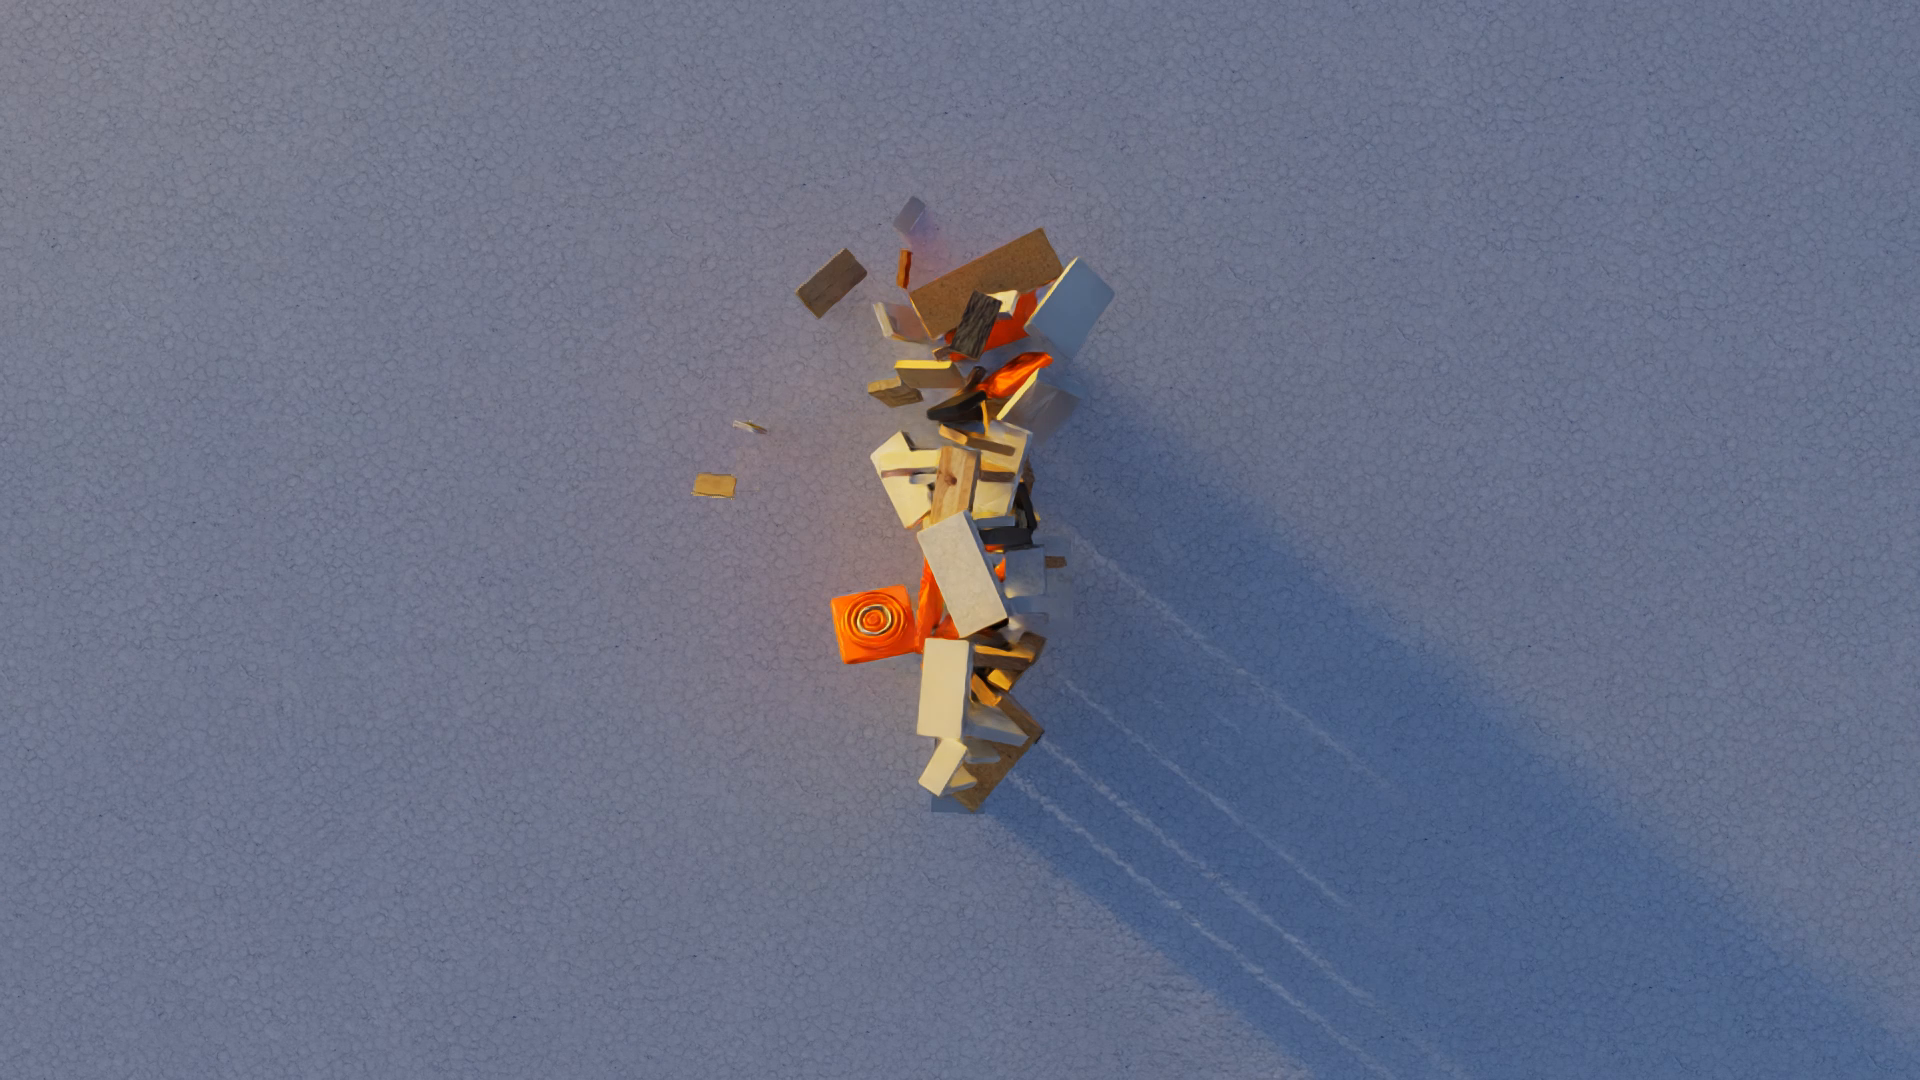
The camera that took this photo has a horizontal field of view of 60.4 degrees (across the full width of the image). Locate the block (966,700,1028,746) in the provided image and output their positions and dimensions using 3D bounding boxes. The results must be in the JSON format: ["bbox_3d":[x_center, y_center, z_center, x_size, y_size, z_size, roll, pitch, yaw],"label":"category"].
[{"bbox_3d":[0.065,0.476,4.322,0.124,0.248,0.035,43,104,35],"label":"block"}]

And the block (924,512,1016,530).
[{"bbox_3d":[0.030,-0.051,4.617,0.108,0.325,0.030,6,97,30],"label":"block"}]

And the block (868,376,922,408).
[{"bbox_3d":[-0.208,-0.475,5.302,0.110,0.221,0.031,-10,79,15],"label":"block"}]

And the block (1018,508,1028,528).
[{"bbox_3d":[0.158,-0.056,4.840,0.075,0.150,0.021,24,69,19],"label":"block"}]

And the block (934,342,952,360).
[{"bbox_3d":[-0.031,-0.542,4.676,0.089,0.177,0.025,-26,97,3],"label":"block"}]

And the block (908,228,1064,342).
[{"bbox_3d":[0.083,-0.794,5.122,0.464,0.045,0.160,-27,87,-5],"label":"block"}]

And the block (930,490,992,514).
[{"bbox_3d":[0.036,-0.120,5.106,0.229,0.114,0.032,19,115,25],"label":"block"}]

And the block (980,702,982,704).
[{"bbox_3d":[0.004,0.527,5.002,0.157,0.314,0.044,1,91,0],"label":"block"}]

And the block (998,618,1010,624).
[{"bbox_3d":[0.186,0.215,5.133,0.149,0.299,0.042,-23,98,-27],"label":"block"}]

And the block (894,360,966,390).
[{"bbox_3d":[-0.085,-0.468,4.664,0.187,0.094,0.027,5,59,33],"label":"block"}]

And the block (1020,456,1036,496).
[{"bbox_3d":[0.178,-0.205,4.833,0.035,0.285,0.123,-15,81,-3],"label":"block"}]

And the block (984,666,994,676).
[{"bbox_3d":[0.111,0.392,4.852,0.072,0.160,0.020,26,94,-4],"label":"block"}]

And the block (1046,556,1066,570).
[{"bbox_3d":[0.229,0.070,4.813,0.112,0.223,0.032,-7,88,17],"label":"block"}]

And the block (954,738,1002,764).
[{"bbox_3d":[0.044,0.559,4.381,0.073,0.146,0.021,47,109,28],"label":"block"}]

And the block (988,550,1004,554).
[{"bbox_3d":[0.150,0.020,5.180,0.149,0.396,0.042,2,88,-26],"label":"block"}]

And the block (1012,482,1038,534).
[{"bbox_3d":[0.147,-0.112,4.811,0.123,0.247,0.035,24,69,23],"label":"block"}]

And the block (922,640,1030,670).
[{"bbox_3d":[0.051,0.315,4.506,0.124,0.538,0.035,15,89,20],"label":"block"}]

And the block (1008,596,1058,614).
[{"bbox_3d":[0.159,0.180,4.521,0.152,0.304,0.043,-2,87,16],"label":"block"}]

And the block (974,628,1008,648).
[{"bbox_3d":[0.105,0.313,5.063,0.028,0.194,0.097,-47,107,-12],"label":"block"}]

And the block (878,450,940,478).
[{"bbox_3d":[-0.152,-0.238,5.129,0.195,0.098,0.028,-4,124,-9],"label":"block"}]

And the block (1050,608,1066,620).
[{"bbox_3d":[0.231,0.218,4.809,0.112,0.223,0.032,-3,89,16],"label":"block"}]

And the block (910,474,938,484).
[{"bbox_3d":[-0.048,-0.192,5.100,0.195,0.098,0.028,-3,91,20],"label":"block"}]

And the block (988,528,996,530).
[{"bbox_3d":[0.101,-0.044,5.157,0.114,0.406,0.032,-25,102,-16],"label":"block"}]

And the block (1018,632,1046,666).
[{"bbox_3d":[0.203,0.320,4.865,0.072,0.143,0.020,16,119,12],"label":"block"}]

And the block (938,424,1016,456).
[{"bbox_3d":[0.049,-0.269,4.484,0.094,0.232,0.027,26,100,35],"label":"block"}]

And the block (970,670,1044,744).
[{"bbox_3d":[0.123,0.473,4.726,0.146,0.428,0.041,34,91,-13],"label":"block"}]

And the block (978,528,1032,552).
[{"bbox_3d":[0.053,0.005,4.588,0.152,0.381,0.043,-12,86,26],"label":"block"}]

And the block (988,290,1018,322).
[{"bbox_3d":[0.111,-0.664,4.695,0.089,0.177,0.025,-7,116,14],"label":"block"}]

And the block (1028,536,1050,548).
[{"bbox_3d":[0.195,0.007,4.855,0.075,0.156,0.021,-11,82,33],"label":"block"}]

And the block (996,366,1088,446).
[{"bbox_3d":[0.239,-0.396,4.936,0.160,0.320,0.045,21,61,-13],"label":"block"}]

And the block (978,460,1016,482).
[{"bbox_3d":[0.061,-0.191,4.546,0.108,0.215,0.030,22,100,23],"label":"block"}]

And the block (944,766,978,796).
[{"bbox_3d":[-0.022,0.637,4.385,0.073,0.146,0.021,38,112,27],"label":"block"}]
